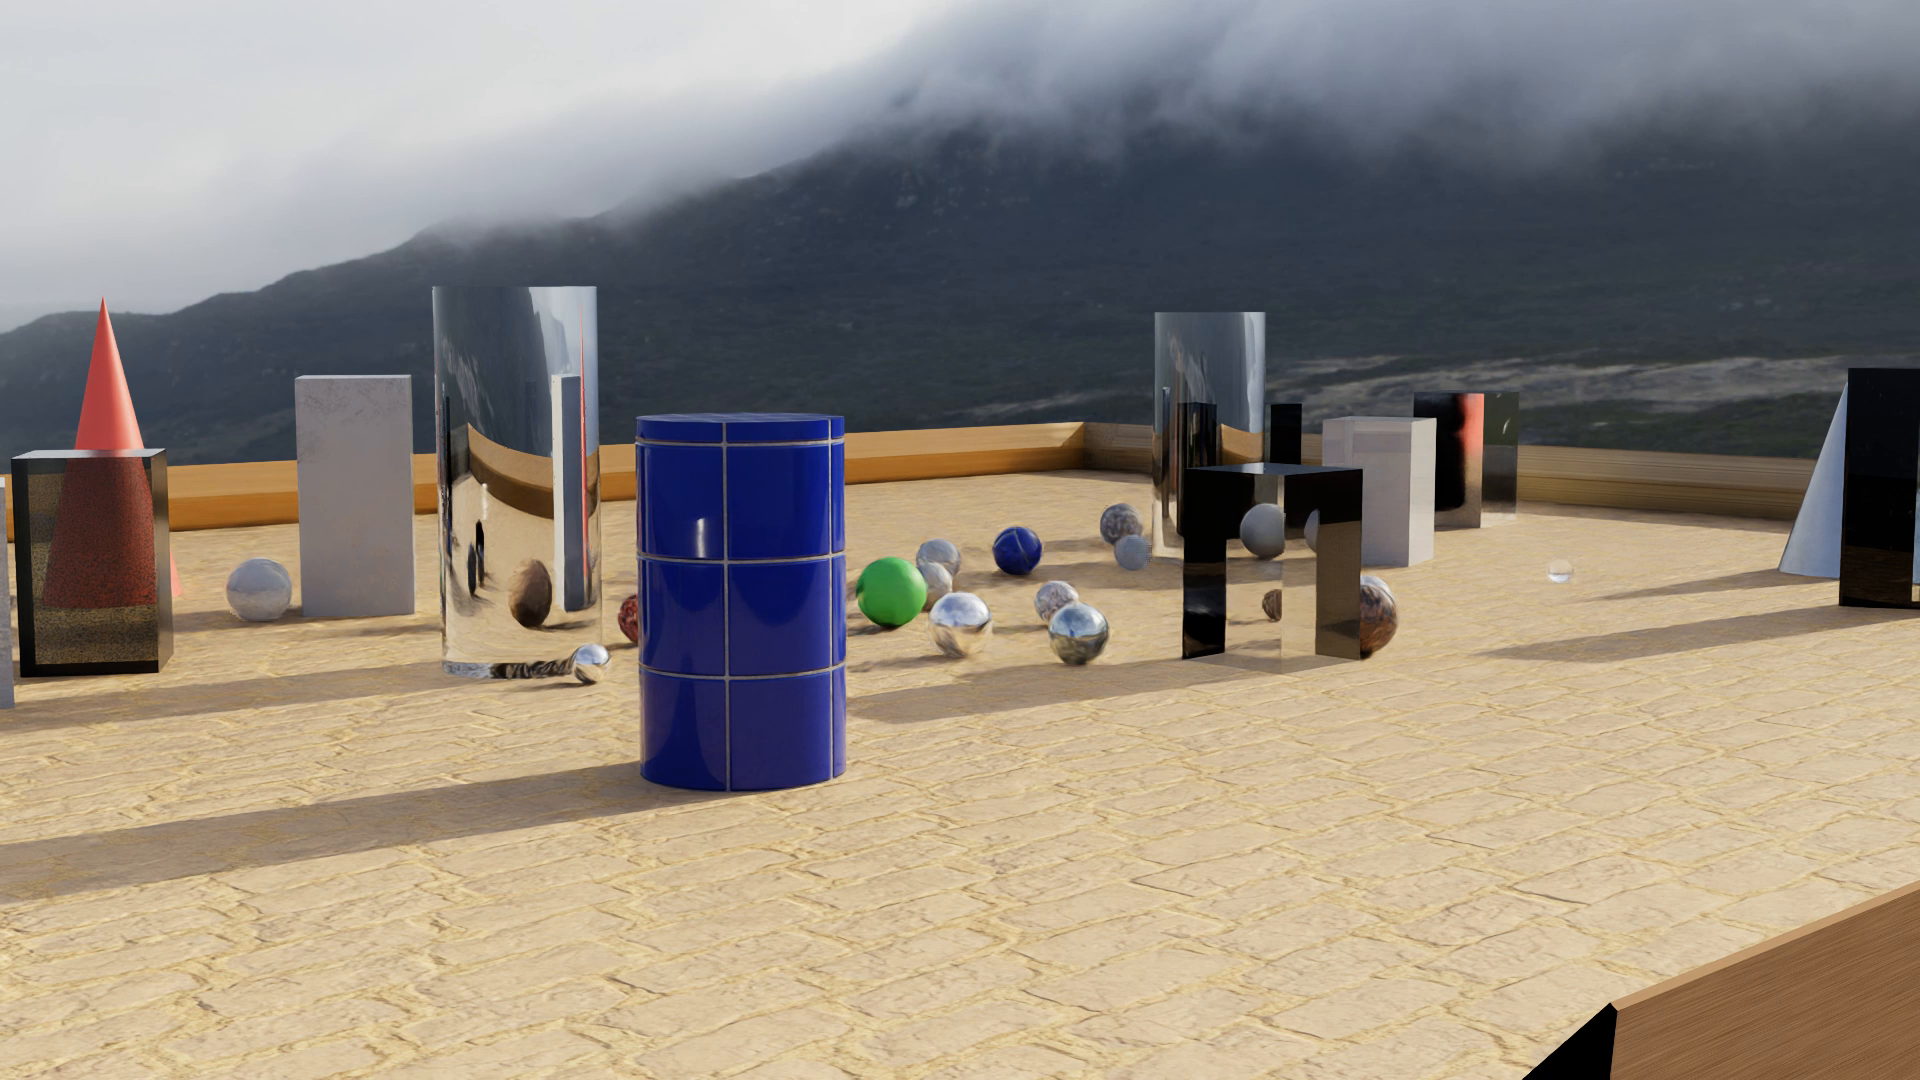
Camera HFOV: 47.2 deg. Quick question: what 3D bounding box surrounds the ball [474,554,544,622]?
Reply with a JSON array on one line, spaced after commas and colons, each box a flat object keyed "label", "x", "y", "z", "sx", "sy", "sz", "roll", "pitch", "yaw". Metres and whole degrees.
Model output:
[{"label": "ball", "x": -0.649, "y": 0.068, "z": 3.158, "sx": 0.099, "sy": 0.099, "sz": 0.099, "roll": 0, "pitch": 6, "yaw": 0}]

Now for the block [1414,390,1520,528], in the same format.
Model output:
[{"label": "block", "x": 1.060, "y": -0.173, "z": 4.617, "sx": 0.160, "sy": 0.276, "sz": 0.160, "roll": 5, "pitch": 8, "yaw": 40}]

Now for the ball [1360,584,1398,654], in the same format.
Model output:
[{"label": "ball", "x": 0.523, "y": 0.102, "z": 2.860, "sx": 0.093, "sy": 0.093, "sz": 0.093, "roll": 0, "pitch": 6, "yaw": 0}]

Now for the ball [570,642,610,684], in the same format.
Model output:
[{"label": "ball", "x": -0.443, "y": 0.148, "z": 2.636, "sx": 0.049, "sy": 0.049, "sz": 0.049, "roll": 0, "pitch": 6, "yaw": 0}]

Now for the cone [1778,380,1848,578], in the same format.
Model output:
[{"label": "cone", "x": 1.509, "y": -0.109, "z": 3.758, "sx": 0.199, "sy": 0.326, "sz": 0.199, "roll": 0, "pitch": 6, "yaw": 0}]

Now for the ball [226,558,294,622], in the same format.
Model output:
[{"label": "ball", "x": -1.007, "y": 0.071, "z": 3.159, "sx": 0.092, "sy": 0.092, "sz": 0.092, "roll": 0, "pitch": 6, "yaw": 0}]

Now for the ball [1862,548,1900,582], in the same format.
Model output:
[{"label": "ball", "x": 1.520, "y": 0.041, "z": 3.627, "sx": 0.056, "sy": 0.056, "sz": 0.056, "roll": 0, "pitch": 6, "yaw": 0}]

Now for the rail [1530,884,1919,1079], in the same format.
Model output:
[{"label": "rail", "x": 1.287, "y": 0.178, "z": 1.945, "sx": 4.500, "sy": 0.130, "sz": 0.045, "roll": -5, "pitch": 8, "yaw": -42}]

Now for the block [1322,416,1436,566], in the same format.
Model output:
[{"label": "block", "x": 0.749, "y": -0.090, "z": 3.932, "sx": 0.160, "sy": 0.253, "sz": 0.160, "roll": 3, "pitch": 7, "yaw": 27}]

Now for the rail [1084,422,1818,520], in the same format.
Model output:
[{"label": "rail", "x": 1.636, "y": -0.123, "z": 4.833, "sx": 0.045, "sy": 0.130, "sz": 3.842, "roll": -5, "pitch": 8, "yaw": -42}]

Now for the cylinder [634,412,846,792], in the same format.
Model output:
[{"label": "cylinder", "x": -0.210, "y": 0.053, "z": 2.120, "sx": 0.199, "sy": 0.343, "sz": 0.199, "roll": 0, "pitch": 6, "yaw": 0}]

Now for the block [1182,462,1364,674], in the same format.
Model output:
[{"label": "block", "x": 0.398, "y": 0.032, "z": 2.801, "sx": 0.160, "sy": 0.246, "sz": 0.160, "roll": -6, "pitch": 8, "yaw": -43}]

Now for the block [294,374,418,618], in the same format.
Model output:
[{"label": "block", "x": -0.899, "y": -0.070, "z": 3.281, "sx": 0.160, "sy": 0.348, "sz": 0.160, "roll": -1, "pitch": 6, "yaw": -12}]

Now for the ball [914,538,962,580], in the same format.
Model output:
[{"label": "ball", "x": -0.036, "y": 0.035, "z": 3.586, "sx": 0.076, "sy": 0.076, "sz": 0.076, "roll": 0, "pitch": 6, "yaw": 0}]

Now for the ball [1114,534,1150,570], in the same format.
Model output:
[{"label": "ball", "x": 0.297, "y": 0.022, "z": 3.788, "sx": 0.061, "sy": 0.061, "sz": 0.061, "roll": 0, "pitch": 6, "yaw": 0}]

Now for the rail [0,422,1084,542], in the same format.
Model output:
[{"label": "rail", "x": -1.287, "y": -0.111, "z": 4.719, "sx": 4.500, "sy": 0.130, "sz": 0.045, "roll": -5, "pitch": 8, "yaw": -42}]

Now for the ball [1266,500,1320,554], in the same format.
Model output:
[{"label": "ball", "x": 0.610, "y": -0.022, "z": 4.026, "sx": 0.100, "sy": 0.100, "sz": 0.100, "roll": 0, "pitch": 6, "yaw": 0}]

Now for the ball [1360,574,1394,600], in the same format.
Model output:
[{"label": "ball", "x": 0.561, "y": 0.088, "z": 3.052, "sx": 0.082, "sy": 0.082, "sz": 0.082, "roll": 0, "pitch": 6, "yaw": 0}]

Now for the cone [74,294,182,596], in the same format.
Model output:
[{"label": "cone", "x": -1.328, "y": -0.147, "z": 3.433, "sx": 0.199, "sy": 0.470, "sz": 0.199, "roll": 0, "pitch": 6, "yaw": 0}]

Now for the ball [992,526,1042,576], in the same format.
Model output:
[{"label": "ball", "x": 0.097, "y": 0.018, "z": 3.717, "sx": 0.084, "sy": 0.084, "sz": 0.084, "roll": 0, "pitch": 6, "yaw": 0}]

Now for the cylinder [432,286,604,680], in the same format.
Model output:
[{"label": "cylinder", "x": -0.549, "y": -0.077, "z": 2.743, "sx": 0.199, "sy": 0.474, "sz": 0.199, "roll": 0, "pitch": 6, "yaw": 0}]

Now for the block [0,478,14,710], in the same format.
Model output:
[{"label": "block", "x": -1.168, "y": 0.061, "z": 2.501, "sx": 0.160, "sy": 0.249, "sz": 0.160, "roll": -3, "pitch": 6, "yaw": -23}]

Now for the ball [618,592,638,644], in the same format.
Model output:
[{"label": "ball", "x": -0.422, "y": 0.104, "z": 2.945, "sx": 0.071, "sy": 0.071, "sz": 0.071, "roll": 0, "pitch": 6, "yaw": 0}]

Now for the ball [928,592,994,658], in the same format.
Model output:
[{"label": "ball", "x": 0.001, "y": 0.109, "z": 2.837, "sx": 0.085, "sy": 0.085, "sz": 0.085, "roll": 0, "pitch": 6, "yaw": 0}]

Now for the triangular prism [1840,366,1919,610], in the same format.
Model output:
[{"label": "triangular prism", "x": 1.439, "y": -0.083, "z": 3.352, "sx": 0.173, "sy": 0.360, "sz": 0.150, "roll": 2, "pitch": 6, "yaw": 20}]

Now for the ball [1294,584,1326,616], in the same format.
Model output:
[{"label": "ball", "x": 0.514, "y": 0.087, "z": 3.229, "sx": 0.046, "sy": 0.046, "sz": 0.046, "roll": 0, "pitch": 6, "yaw": 0}]

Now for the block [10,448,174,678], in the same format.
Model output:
[{"label": "block", "x": -1.085, "y": 0.025, "z": 2.760, "sx": 0.160, "sy": 0.268, "sz": 0.160, "roll": -1, "pitch": 6, "yaw": -13}]

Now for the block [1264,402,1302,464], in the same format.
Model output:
[{"label": "block", "x": 0.574, "y": -0.146, "z": 4.439, "sx": 0.160, "sy": 0.260, "sz": 0.160, "roll": -4, "pitch": 7, "yaw": -37}]

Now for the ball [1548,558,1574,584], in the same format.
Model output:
[{"label": "ball", "x": 0.984, "y": 0.051, "z": 3.604, "sx": 0.041, "sy": 0.041, "sz": 0.041, "roll": 0, "pitch": 6, "yaw": 0}]

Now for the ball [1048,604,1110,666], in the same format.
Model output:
[{"label": "ball", "x": 0.150, "y": 0.119, "z": 2.770, "sx": 0.079, "sy": 0.079, "sz": 0.079, "roll": 0, "pitch": 6, "yaw": 0}]

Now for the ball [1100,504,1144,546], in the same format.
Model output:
[{"label": "ball", "x": 0.305, "y": -0.028, "z": 4.152, "sx": 0.084, "sy": 0.084, "sz": 0.084, "roll": 0, "pitch": 6, "yaw": 0}]

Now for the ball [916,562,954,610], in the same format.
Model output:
[{"label": "ball", "x": -0.046, "y": 0.069, "z": 3.289, "sx": 0.071, "sy": 0.071, "sz": 0.071, "roll": 0, "pitch": 6, "yaw": 0}]

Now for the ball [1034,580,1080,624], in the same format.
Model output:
[{"label": "ball", "x": 0.138, "y": 0.090, "z": 3.123, "sx": 0.064, "sy": 0.064, "sz": 0.064, "roll": 0, "pitch": 6, "yaw": 0}]

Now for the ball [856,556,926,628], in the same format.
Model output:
[{"label": "ball", "x": -0.097, "y": 0.074, "z": 3.102, "sx": 0.100, "sy": 0.100, "sz": 0.100, "roll": 0, "pitch": 6, "yaw": 0}]

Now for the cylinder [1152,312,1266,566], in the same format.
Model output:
[{"label": "cylinder", "x": 0.443, "y": -0.184, "z": 3.923, "sx": 0.199, "sy": 0.442, "sz": 0.199, "roll": 0, "pitch": 6, "yaw": 0}]
